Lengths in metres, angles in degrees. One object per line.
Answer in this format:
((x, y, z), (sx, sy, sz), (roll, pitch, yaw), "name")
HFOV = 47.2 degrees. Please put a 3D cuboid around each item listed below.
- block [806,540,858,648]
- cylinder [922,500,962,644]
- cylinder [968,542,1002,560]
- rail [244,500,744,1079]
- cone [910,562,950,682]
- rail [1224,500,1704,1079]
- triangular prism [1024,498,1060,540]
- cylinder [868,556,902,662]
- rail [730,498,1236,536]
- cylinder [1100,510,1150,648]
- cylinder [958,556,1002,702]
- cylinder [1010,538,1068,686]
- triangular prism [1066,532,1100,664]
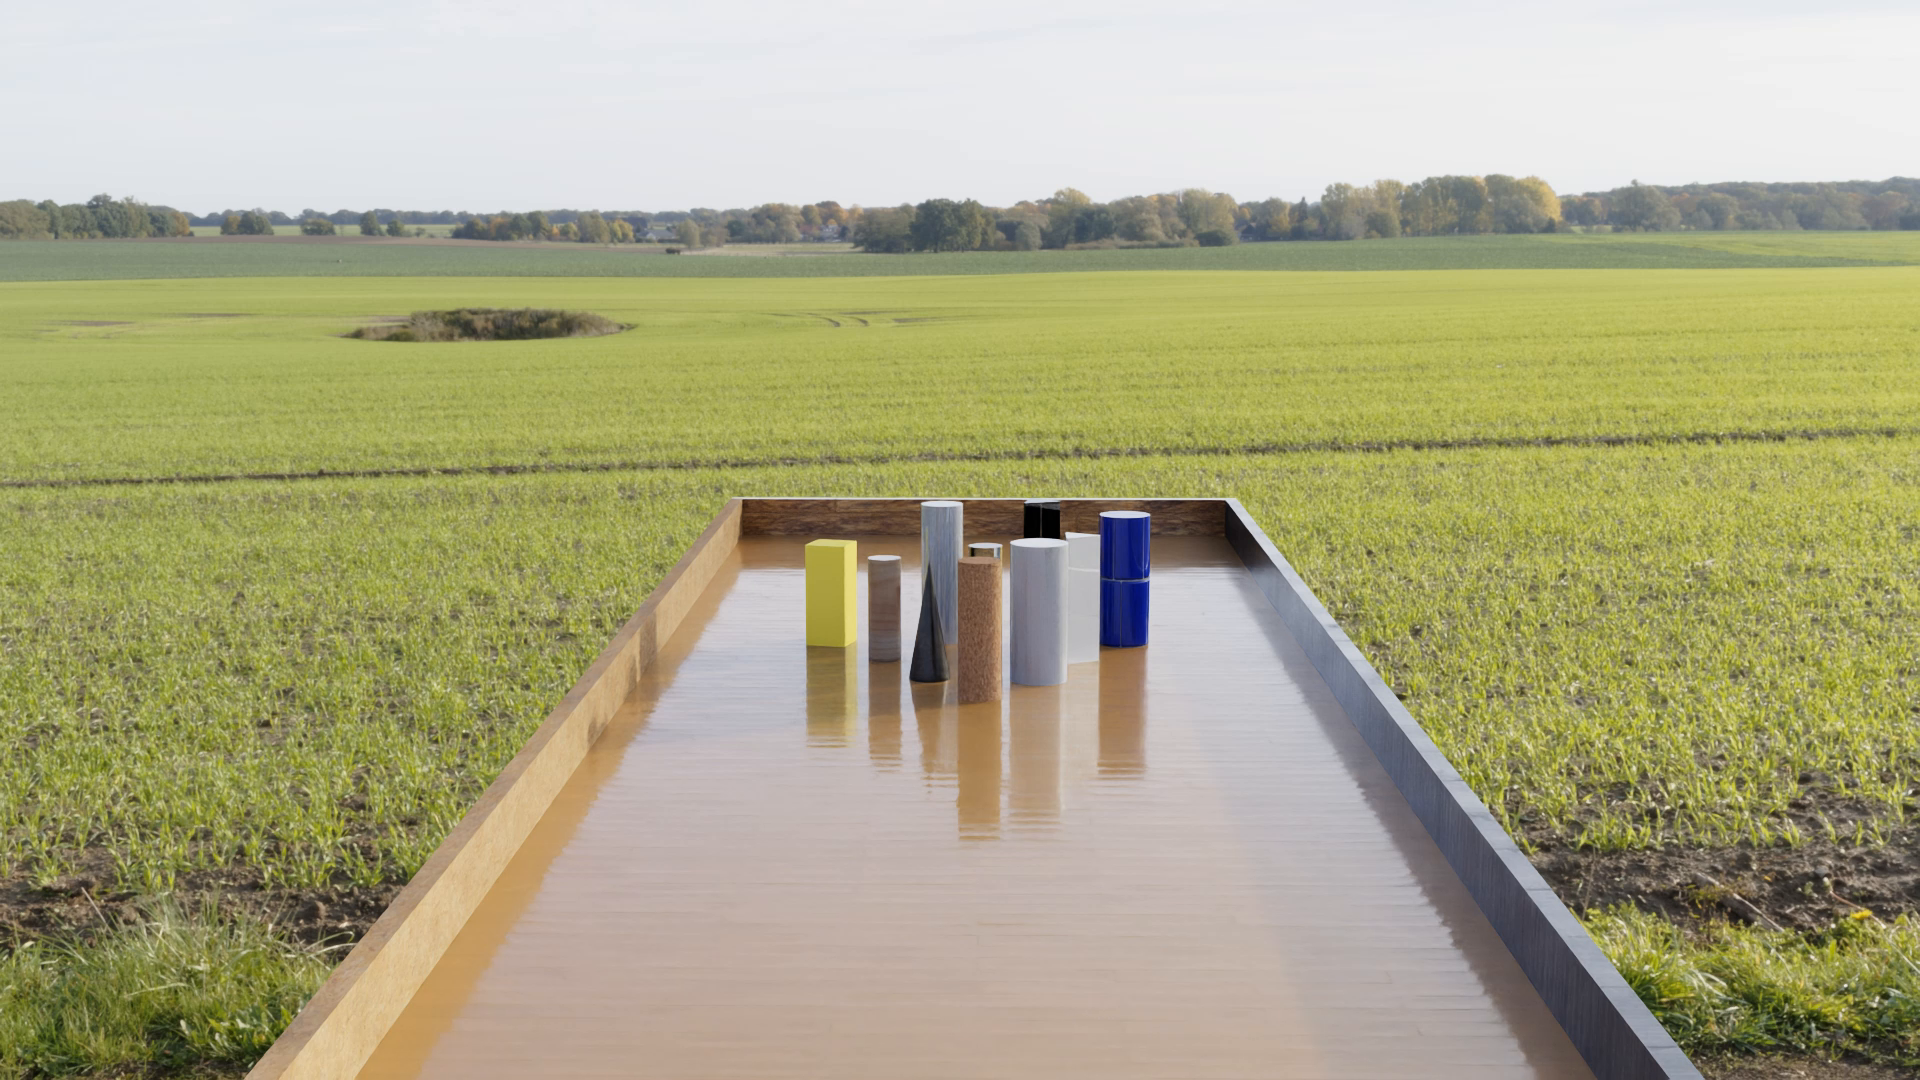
((-0.406, 0.166, 6.942), (0.127, 0.318, 0.127), (2, 9, 15), "block")
((-0.057, 0.103, 6.955), (0.132, 0.440, 0.132), (0, 9, 0), "cylinder")
((0.078, 0.189, 6.704), (0.103, 0.349, 0.103), (0, 9, 0), "cylinder")
((-1.004, 0.839, 3.234), (0.050, 0.150, 12.000), (0, 9, 1), "rail")
((-0.089, 0.231, 6.424), (0.122, 0.352, 0.122), (0, 9, 0), "cone")
((1.046, 0.843, 3.208), (0.050, 0.150, 12.000), (0, 9, 1), "rail")
((0.240, 0.101, 6.915), (0.118, 0.457, 0.102), (-3, 9, -18), "triangular prism")
((-0.229, 0.209, 6.687), (0.100, 0.314, 0.100), (0, 9, 0), "cylinder")
((0.099, -0.098, 9.147), (2.100, 0.150, 0.050), (0, 9, 1), "rail")
((0.517, 0.123, 6.925), (0.160, 0.410, 0.160), (0, 9, 0), "cylinder")
((0.055, 0.251, 6.174), (0.123, 0.393, 0.123), (0, 9, 0), "cylinder")
((0.230, 0.208, 6.401), (0.169, 0.405, 0.169), (0, 9, 0), "cylinder")
((0.348, 0.173, 6.685), (0.117, 0.385, 0.102), (-5, 10, -28), "triangular prism")
